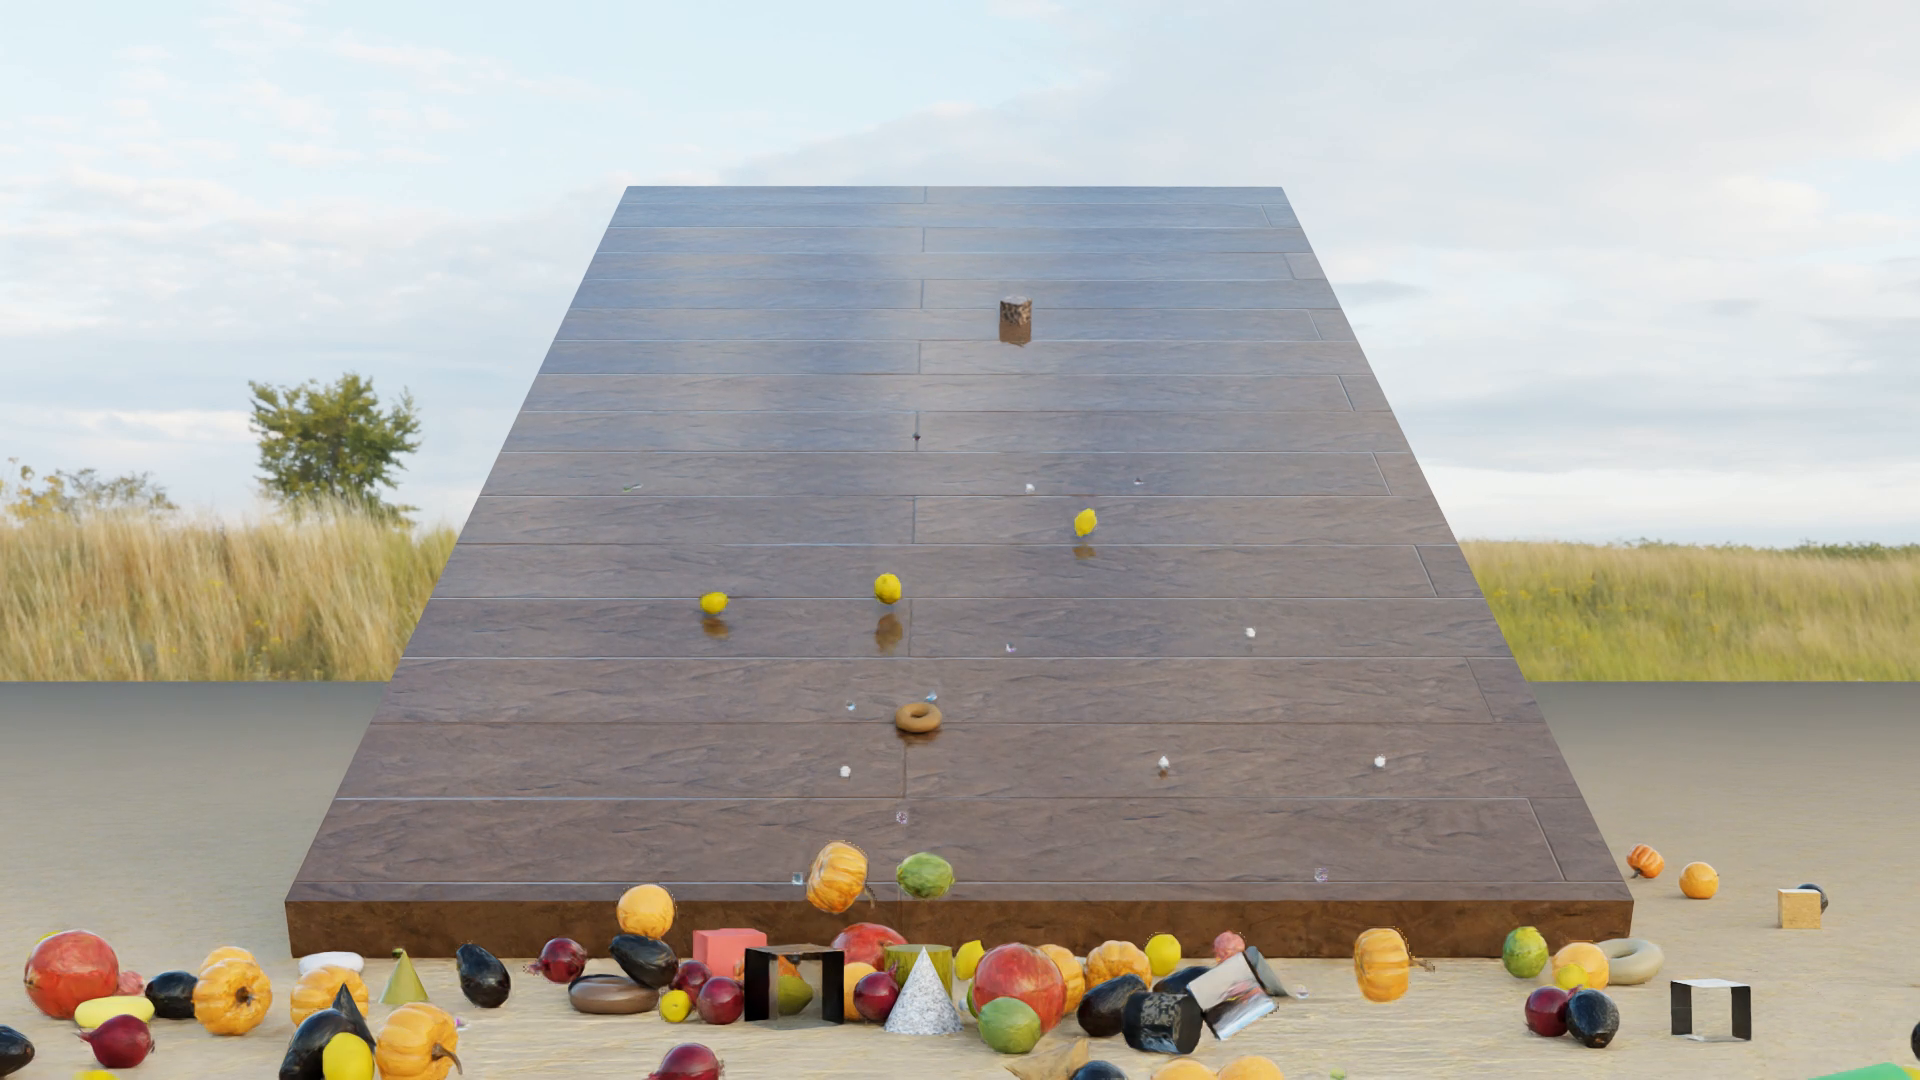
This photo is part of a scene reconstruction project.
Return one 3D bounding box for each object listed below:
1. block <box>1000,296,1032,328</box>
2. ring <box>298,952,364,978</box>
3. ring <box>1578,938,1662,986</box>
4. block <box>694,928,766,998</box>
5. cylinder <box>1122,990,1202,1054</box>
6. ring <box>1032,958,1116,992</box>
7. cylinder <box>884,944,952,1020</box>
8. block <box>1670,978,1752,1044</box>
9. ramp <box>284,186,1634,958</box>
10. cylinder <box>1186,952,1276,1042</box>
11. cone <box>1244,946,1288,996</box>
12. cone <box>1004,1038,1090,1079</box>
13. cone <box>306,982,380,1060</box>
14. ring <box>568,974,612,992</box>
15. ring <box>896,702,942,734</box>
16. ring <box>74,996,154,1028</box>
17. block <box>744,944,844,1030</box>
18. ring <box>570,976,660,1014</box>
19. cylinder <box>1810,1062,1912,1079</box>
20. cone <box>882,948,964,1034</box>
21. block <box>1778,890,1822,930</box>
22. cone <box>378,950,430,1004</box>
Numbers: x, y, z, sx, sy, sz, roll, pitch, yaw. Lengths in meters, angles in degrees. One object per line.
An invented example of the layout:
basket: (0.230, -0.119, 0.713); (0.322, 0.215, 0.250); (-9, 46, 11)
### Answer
block: (0.141, -0.581, 5.896); (0.059, 0.059, 0.059); (14, 28, 29)
ring: (-0.887, 0.600, 3.279); (0.089, 0.030, 0.089); (-1, -3, 0)
ring: (0.910, 0.582, 3.205); (0.114, 0.038, 0.114); (-13, 8, 2)
block: (-0.308, 0.564, 3.103); (0.080, 0.080, 0.080); (1, -4, -20)
cylinder: (0.228, 0.543, 2.616); (0.065, 0.065, 0.065); (-2, -4, 36)
ring: (0.155, 0.589, 3.149); (0.112, 0.037, 0.112); (1, -3, 0)
cylinder: (-0.052, 0.549, 2.880); (0.085, 0.085, 0.085); (0, -3, 0)
block: (0.876, 0.549, 2.712); (0.064, 0.064, 0.064); (1, -3, -18)
ramp: (-0.008, -0.228, 5.293); (2.000, 0.100, 4.000); (0, 24, 0)
cylinder: (0.313, 0.528, 2.689); (0.076, 0.076, 0.076); (-32, -7, 5)
cone: (0.403, 0.585, 3.062); (0.074, 0.074, 0.074); (28, -10, -13)
cone: (0.078, 0.513, 2.240); (0.075, 0.075, 0.075); (4, -2, 20)
cone: (-0.690, 0.534, 2.601); (0.081, 0.081, 0.081); (0, -3, 0)
ring: (-0.474, 0.588, 3.050); (0.080, 0.027, 0.080); (0, -2, 0)
ring: (-0.070, 0.301, 3.939); (0.080, 0.027, 0.080); (-1, 25, 0)
ring: (-1.024, 0.572, 2.815); (0.091, 0.030, 0.091); (-1, -3, 0)
block: (-0.202, 0.543, 2.830); (0.090, 0.090, 0.090); (2, -4, -32)
ring: (-0.437, 0.576, 2.940); (0.113, 0.038, 0.113); (1, -4, 0)
cylinder: (0.709, 0.474, 1.854); (0.095, 0.095, 0.095); (-10, -2, -6)
cone: (-0.044, 0.537, 2.789); (0.098, 0.098, 0.098); (0, -3, 0)
block: (1.411, 0.621, 3.907); (0.060, 0.060, 0.060); (-1, -3, 12)
cone: (-0.723, 0.566, 3.023); (0.066, 0.066, 0.066); (0, -3, 0)
